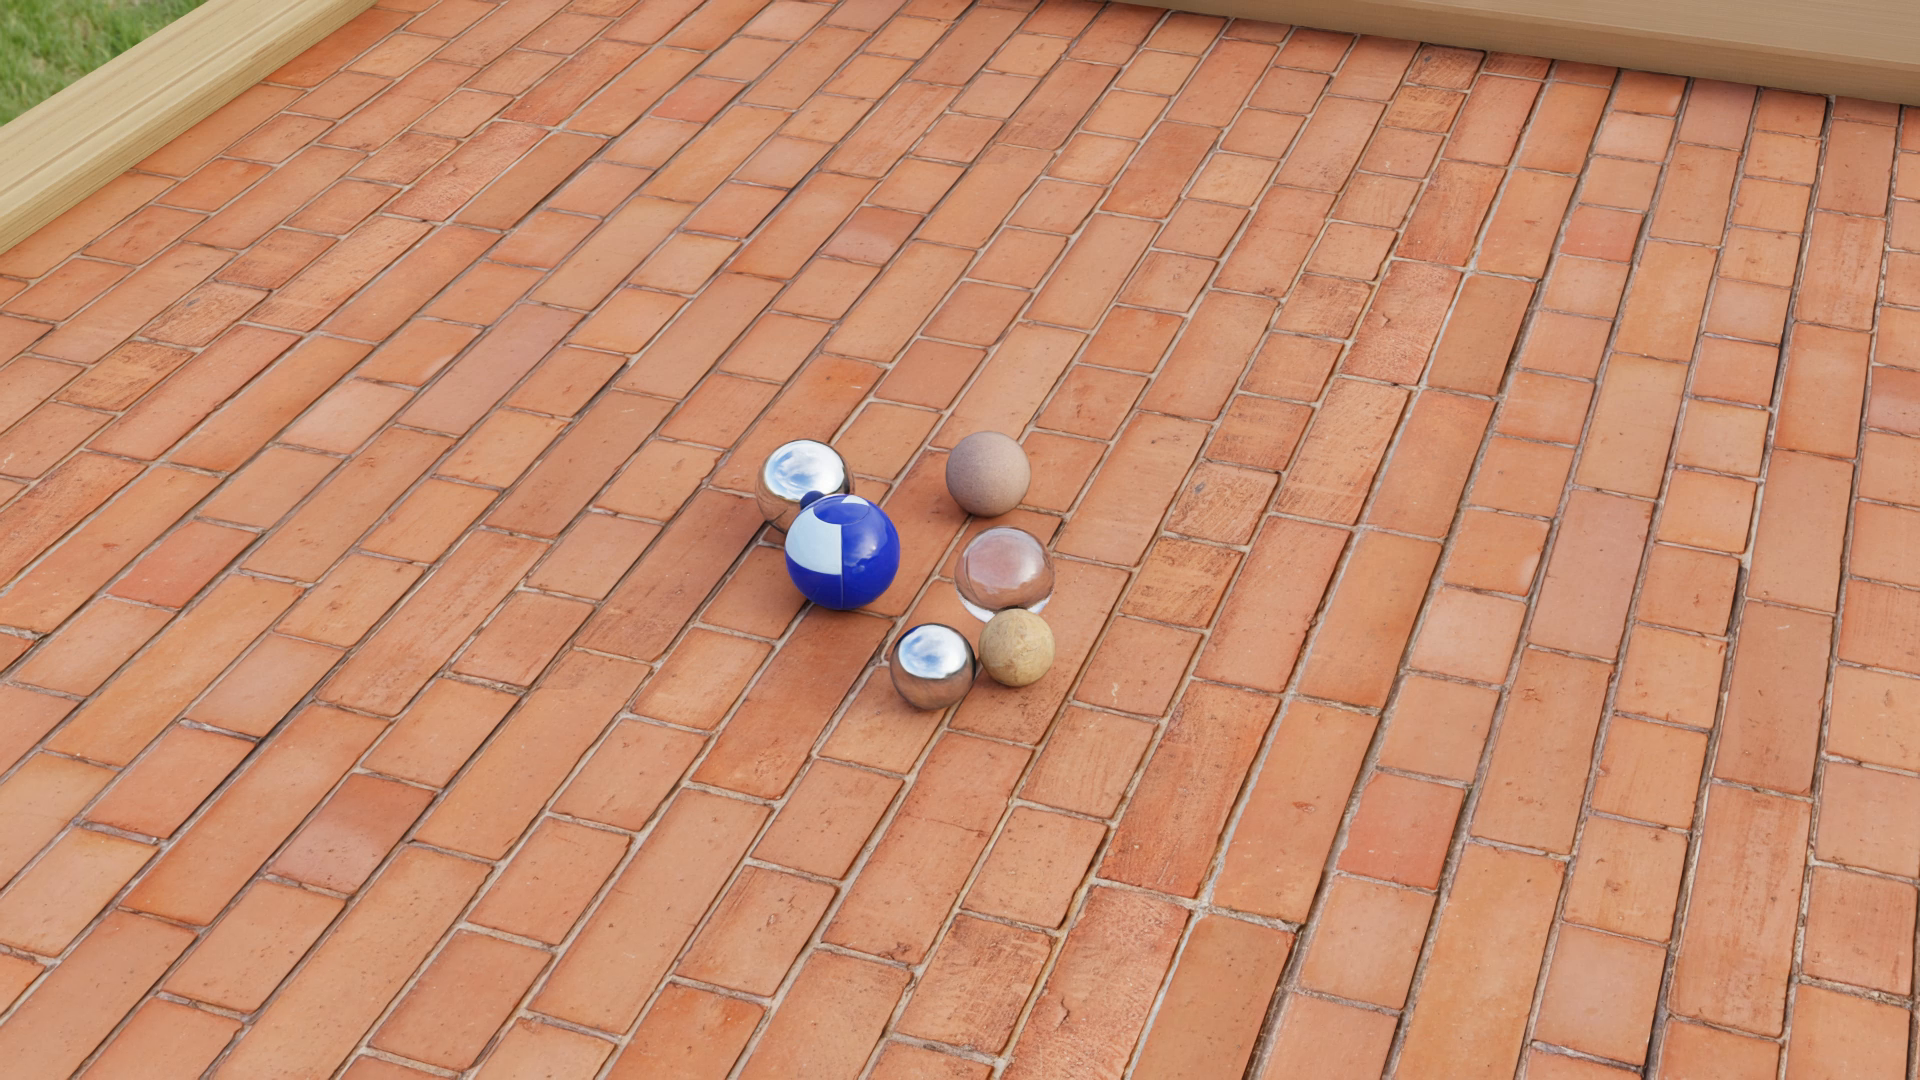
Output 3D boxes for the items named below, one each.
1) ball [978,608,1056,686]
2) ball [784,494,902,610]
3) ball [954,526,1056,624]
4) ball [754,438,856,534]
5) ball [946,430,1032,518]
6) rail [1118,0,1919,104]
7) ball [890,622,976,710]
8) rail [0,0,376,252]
[{"bbox_3d":[0.043,0.081,1.935,0.059,0.059,0.059,0,33,0],"label":"ball"},{"bbox_3d":[-0.092,0.010,2.015,0.092,0.092,0.092,0,33,0],"label":"ball"},{"bbox_3d":[0.035,0.028,1.997,0.079,0.079,0.079,0,33,0],"label":"ball"},{"bbox_3d":[-0.127,-0.042,2.103,0.083,0.083,0.083,0,33,0],"label":"ball"},{"bbox_3d":[0.024,-0.055,2.132,0.072,0.072,0.072,0,33,0],"label":"ball"},{"bbox_3d":[1.446,-0.448,2.693,4.380,0.119,0.045,11,35,16],"label":"rail"},{"bbox_3d":[-0.020,0.094,1.909,0.065,0.065,0.065,0,33,0],"label":"ball"},{"bbox_3d":[-1.008,-0.216,2.336,0.045,0.119,2.506,11,35,16],"label":"rail"}]
